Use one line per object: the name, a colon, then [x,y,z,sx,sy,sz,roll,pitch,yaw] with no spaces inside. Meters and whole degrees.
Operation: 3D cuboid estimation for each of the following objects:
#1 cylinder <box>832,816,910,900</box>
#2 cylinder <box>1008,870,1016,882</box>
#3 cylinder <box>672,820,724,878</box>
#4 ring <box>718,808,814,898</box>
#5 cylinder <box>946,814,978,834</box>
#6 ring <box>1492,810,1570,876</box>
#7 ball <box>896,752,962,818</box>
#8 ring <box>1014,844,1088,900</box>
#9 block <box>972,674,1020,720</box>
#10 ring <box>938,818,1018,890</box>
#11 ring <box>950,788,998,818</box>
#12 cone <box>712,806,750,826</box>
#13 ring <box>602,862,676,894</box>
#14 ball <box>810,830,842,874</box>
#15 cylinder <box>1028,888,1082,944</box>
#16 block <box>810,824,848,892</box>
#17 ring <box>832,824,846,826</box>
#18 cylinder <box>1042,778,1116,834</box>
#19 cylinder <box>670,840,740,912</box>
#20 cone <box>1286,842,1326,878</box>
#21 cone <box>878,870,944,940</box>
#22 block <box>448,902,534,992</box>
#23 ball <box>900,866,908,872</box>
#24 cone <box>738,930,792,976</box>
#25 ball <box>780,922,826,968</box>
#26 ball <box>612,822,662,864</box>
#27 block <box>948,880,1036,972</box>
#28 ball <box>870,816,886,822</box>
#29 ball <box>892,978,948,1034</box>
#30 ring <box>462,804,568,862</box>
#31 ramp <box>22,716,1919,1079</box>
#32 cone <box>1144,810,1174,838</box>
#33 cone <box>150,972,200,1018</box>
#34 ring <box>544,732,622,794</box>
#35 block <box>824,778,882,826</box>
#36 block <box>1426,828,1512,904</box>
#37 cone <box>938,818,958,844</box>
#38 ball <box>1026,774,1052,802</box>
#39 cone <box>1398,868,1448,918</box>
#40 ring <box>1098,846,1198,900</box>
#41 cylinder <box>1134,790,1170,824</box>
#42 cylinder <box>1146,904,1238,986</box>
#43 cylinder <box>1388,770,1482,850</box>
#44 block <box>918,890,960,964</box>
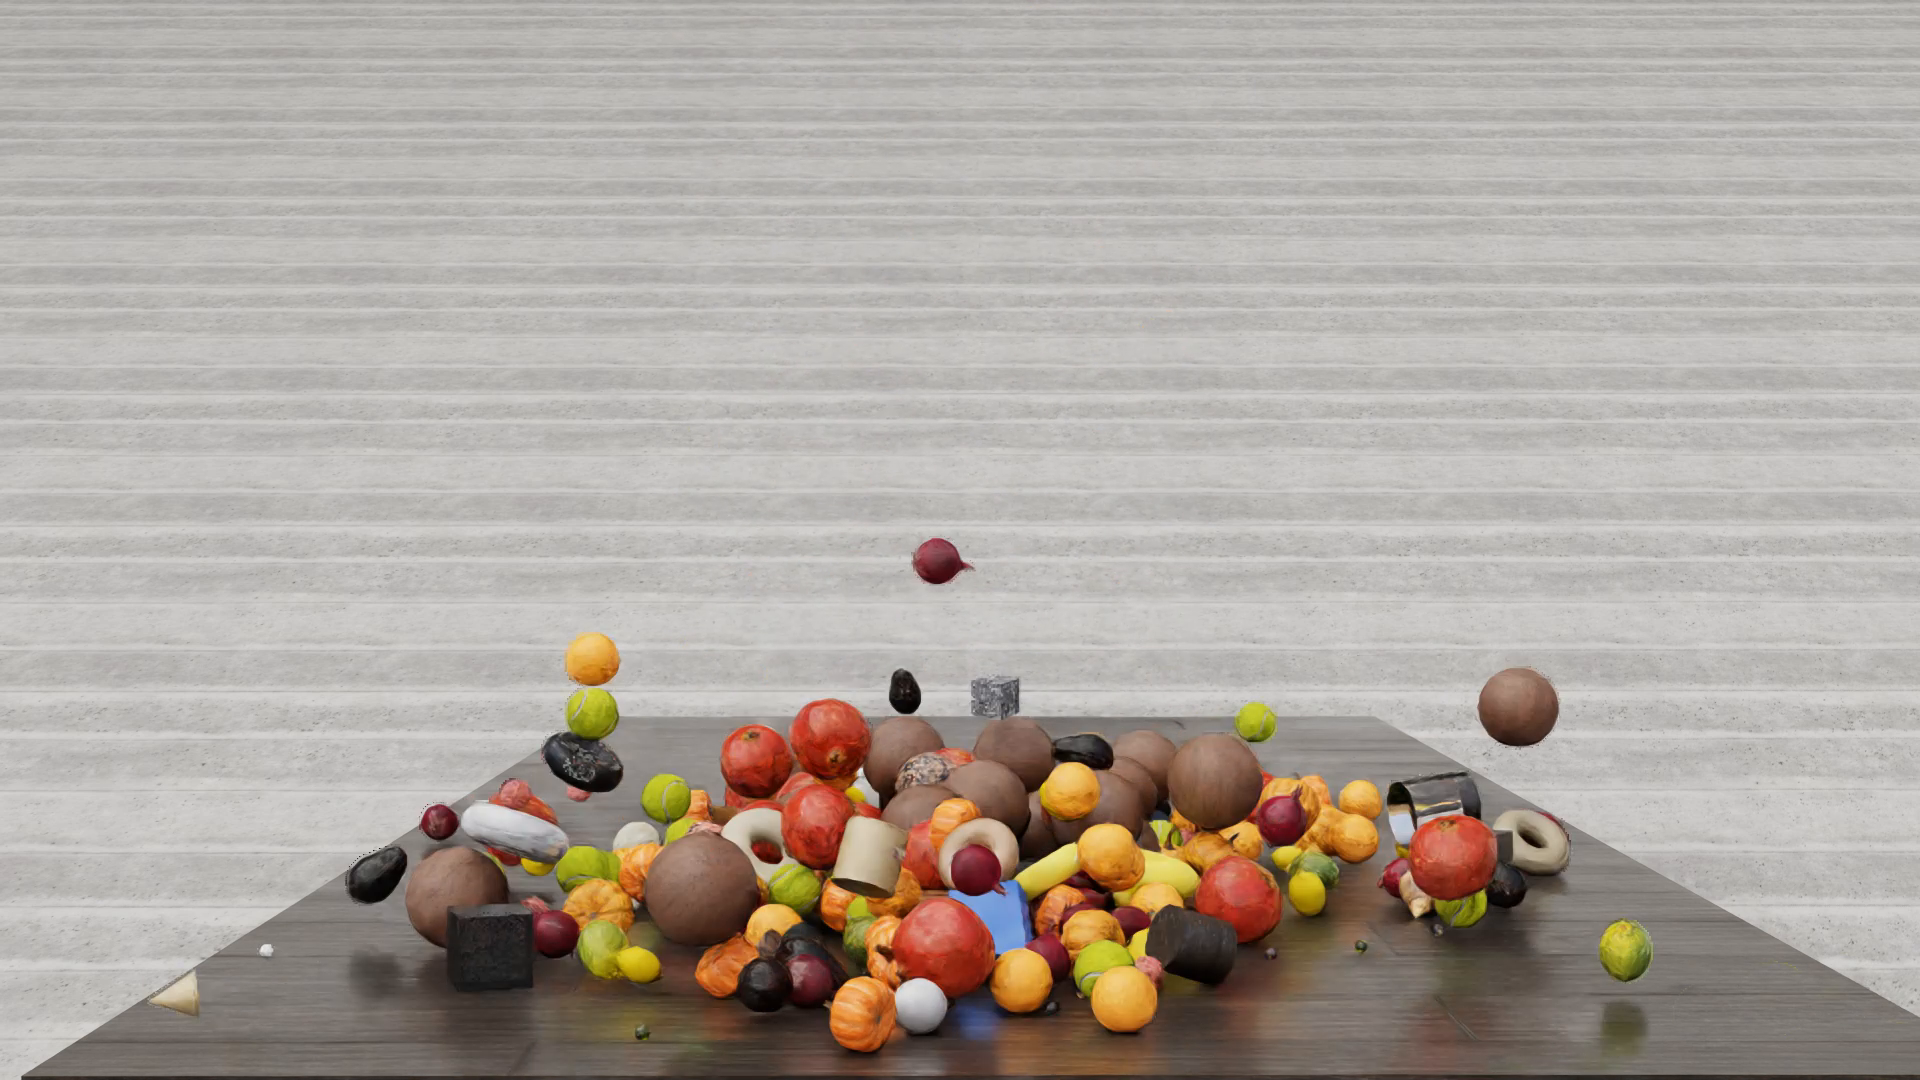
cylinder: [-0.111,0.393,3.190,0.080,0.080,0.080,9,69,17]
cylinder: [0.033,0.477,3.558,0.073,0.073,0.073,2,26,15]
cylinder: [-0.373,0.459,3.749,0.072,0.072,0.072,6,42,13]
ring: [-0.259,0.421,3.468,0.136,0.045,0.136,14,46,-15]
cylinder: [0.015,0.457,3.986,0.053,0.053,0.053,-23,69,-39]
ring: [0.870,0.461,3.930,0.123,0.041,0.123,13,37,-10]
ball: [-0.044,0.350,3.672,0.094,0.094,0.094,0,27,0]
ring: [0.112,0.421,3.264,0.110,0.037,0.110,-31,-6,-3]
block: [0.055,0.240,3.966,0.054,0.054,0.054,6,11,31]
ring: [0.022,0.391,3.175,0.106,0.035,0.106,-14,50,17]
ring: [0.007,0.399,3.942,0.108,0.036,0.108,14,-8,2]
cone: [-0.362,0.429,3.970,0.083,0.083,0.083,-14,51,18]
ring: [-0.469,0.492,3.763,0.109,0.036,0.109,0,2,0]
ball: [-0.189,0.441,3.647,0.062,0.062,0.062,0,27,0]
cylinder: [0.121,0.484,3.320,0.066,0.066,0.066,-4,27,-2]
block: [-0.155,0.458,3.717,0.093,0.093,0.093,0,-6,15]
ring: [-0.193,0.485,4.229,0.090,0.030,0.090,0,2,0]
cylinder: [0.202,0.450,4.374,0.091,0.091,0.091,-2,21,38]
cylinder: [-0.318,0.420,3.224,0.065,0.065,0.065,14,66,26]
cone: [0.511,0.486,3.854,0.056,0.056,0.056,-14,28,-6]
cone: [-0.068,0.497,3.381,0.092,0.092,0.092,2,28,5]
block: [-0.556,0.481,3.054,0.087,0.087,0.087,0,1,-20]
ball: [-0.095,0.480,3.646,0.051,0.051,0.051,0,27,0]
cone: [-0.244,0.507,3.117,0.058,0.058,0.058,-23,19,21]
ball: [-0.189,0.489,3.111,0.054,0.054,0.054,0,27,0]
ball: [-0.492,0.468,3.942,0.076,0.076,0.076,0,27,0]
block: [0.039,0.463,3.094,0.084,0.084,0.084,-10,70,6]
ball: [-0.136,0.468,4.030,0.072,0.072,0.072,0,27,0]
ball: [-0.044,0.501,2.773,0.059,0.059,0.059,0,27,0]
ring: [-0.561,0.370,3.256,0.139,0.046,0.139,16,-14,4]
ramp: [0.060,0.543,4.579,2.000,0.100,4.000,0,1,0]
cone: [0.320,0.485,4.303,0.051,0.051,0.051,21,48,-26]
cone: [-0.865,0.503,2.832,0.052,0.052,0.052,-6,27,-22]
ring: [-0.540,0.319,3.700,0.122,0.041,0.122,27,17,-9]
block: [-0.179,0.452,4.337,0.092,0.092,0.092,0,1,1]
block: [0.729,0.464,3.694,0.093,0.093,0.093,1,1,34]
cone: [-0.006,0.487,4.071,0.072,0.072,0.072,5,29,10]
ball: [0.150,0.462,4.813,0.051,0.051,0.051,0,27,0]
cone: [0.629,0.498,3.532,0.070,0.070,0.070,8,30,16]
ring: [0.252,0.445,3.451,0.138,0.046,0.138,14,2,-1]
cylinder: [0.323,0.452,4.353,0.053,0.053,0.053,-4,7,-8]
cylinder: [0.272,0.476,3.030,0.077,0.077,0.077,21,18,-24]
cylinder: [0.626,0.357,3.407,0.092,0.092,0.092,-8,28,-14]
block: [-0.011,0.482,3.222,0.078,0.078,0.078,0,1,2]
